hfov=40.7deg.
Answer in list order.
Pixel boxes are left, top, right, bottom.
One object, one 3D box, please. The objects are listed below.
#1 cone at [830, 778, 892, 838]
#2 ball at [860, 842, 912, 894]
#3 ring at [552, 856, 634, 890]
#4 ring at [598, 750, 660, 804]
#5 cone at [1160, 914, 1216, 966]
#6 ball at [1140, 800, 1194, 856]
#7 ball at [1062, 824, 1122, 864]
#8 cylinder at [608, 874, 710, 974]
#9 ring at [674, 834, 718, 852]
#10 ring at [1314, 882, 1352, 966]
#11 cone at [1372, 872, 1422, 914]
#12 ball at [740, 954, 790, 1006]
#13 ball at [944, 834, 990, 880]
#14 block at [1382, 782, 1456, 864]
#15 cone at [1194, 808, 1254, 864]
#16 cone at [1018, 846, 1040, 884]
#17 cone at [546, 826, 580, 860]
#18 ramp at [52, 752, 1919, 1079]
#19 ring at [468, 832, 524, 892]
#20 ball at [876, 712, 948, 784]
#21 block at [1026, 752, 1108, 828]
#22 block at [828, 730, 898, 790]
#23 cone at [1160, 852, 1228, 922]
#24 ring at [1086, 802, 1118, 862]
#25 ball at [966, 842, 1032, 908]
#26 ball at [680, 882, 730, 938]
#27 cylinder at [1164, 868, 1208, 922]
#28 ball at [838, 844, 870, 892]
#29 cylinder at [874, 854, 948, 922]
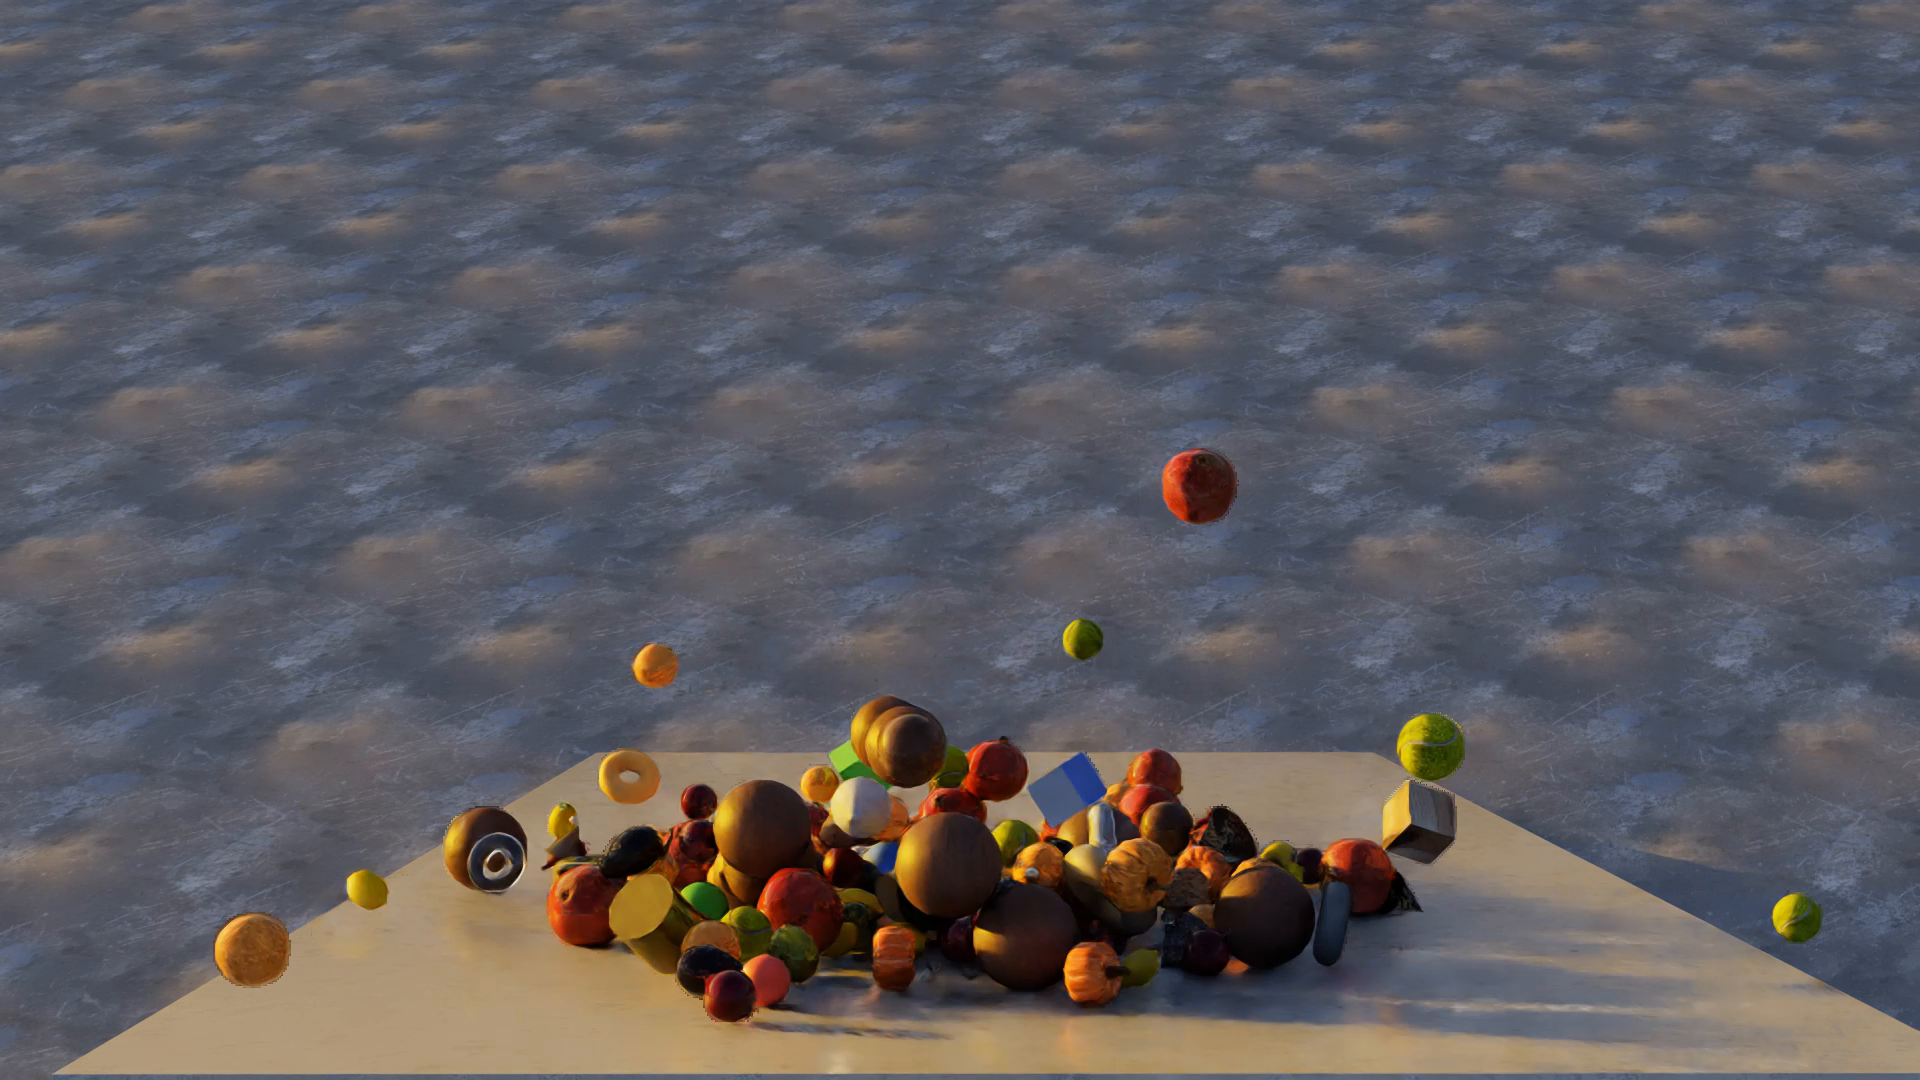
[{"bbox_3d":[-0.139,0.368,3.485,0.085,0.085,0.085,4,5,6],"label":"cone"},{"bbox_3d":[-0.112,0.505,3.961,0.085,0.085,0.085,0,30,0],"label":"ball"},{"bbox_3d":[-0.582,0.527,4.102,0.128,0.043,0.128,1,1,0],"label":"ring"},{"bbox_3d":[-0.513,0.368,4.016,0.096,0.032,0.096,7,48,-8],"label":"ring"},{"bbox_3d":[0.277,0.529,3.319,0.075,0.075,0.075,21,31,32],"label":"cone"},{"bbox_3d":[0.359,0.499,4.484,0.095,0.095,0.095,0,30,0],"label":"ball"},{"bbox_3d":[0.212,0.500,4.133,0.096,0.096,0.096,0,30,0],"label":"ball"},{"bbox_3d":[-0.372,0.474,3.195,0.091,0.091,0.091,-17,47,19],"label":"cylinder"},{"bbox_3d":[-0.467,0.534,4.570,0.081,0.027,0.081,-1,0,0],"label":"ring"},{"bbox_3d":[0.476,0.490,3.308,0.036,0.109,0.109,11,31,8],"label":"ring"},{"bbox_3d":[0.654,0.532,3.793,0.067,0.067,0.067,29,22,-22],"label":"cone"},{"bbox_3d":[-0.229,0.517,3.037,0.060,0.060,0.060,0,30,0],"label":"ball"},{"bbox_3d":[0.009,0.429,3.501,0.062,0.062,0.062,0,30,0],"label":"ball"},{"bbox_3d":[0.656,0.405,3.700,0.074,0.074,0.074,19,47,-14],"label":"block"},{"bbox_3d":[0.377,0.465,3.888,0.093,0.093,0.093,35,33,-27],"label":"cone"},{"bbox_3d":[0.095,0.504,4.039,0.054,0.054,0.054,-7,13,2],"label":"cone"},{"bbox_3d":[-0.630,0.488,4.182,0.062,0.062,0.062,21,78,32],"label":"cone"},{"bbox_3d":[0.067,0.597,4.654,2.000,0.100,4.000,0,0,0],"label":"ramp"},{"bbox_3d":[-0.702,0.488,3.916,0.093,0.031,0.093,-5,69,13],"label":"ring"},{"bbox_3d":[-0.066,0.285,3.530,0.097,0.097,0.097,0,30,0],"label":"ball"},{"bbox_3d":[0.153,0.357,3.699,0.069,0.069,0.069,57,32,5],"label":"block"},{"bbox_3d":[-0.183,0.432,4.904,0.087,0.087,0.087,-32,26,-4],"label":"block"},{"bbox_3d":[0.336,0.495,3.717,0.098,0.098,0.098,0,-4,0],"label":"cone"},{"bbox_3d":[0.188,0.393,3.410,0.033,0.098,0.098,-9,29,6],"label":"ring"},{"bbox_3d":[0.058,0.498,3.844,0.098,0.098,0.098,0,30,0],"label":"ball"},{"bbox_3d":[-0.356,0.509,3.558,0.077,0.077,0.077,0,30,0],"label":"ball"},{"bbox_3d":[0.305,0.484,3.500,0.059,0.059,0.059,1,53,1],"label":"cylinder"},{"bbox_3d":[-0.154,0.511,4.033,0.072,0.072,0.072,0,30,0],"label":"ball"},{"bbox_3d":[-0.070,0.500,3.717,0.074,0.074,0.074,25,36,37],"label":"cylinder"}]
